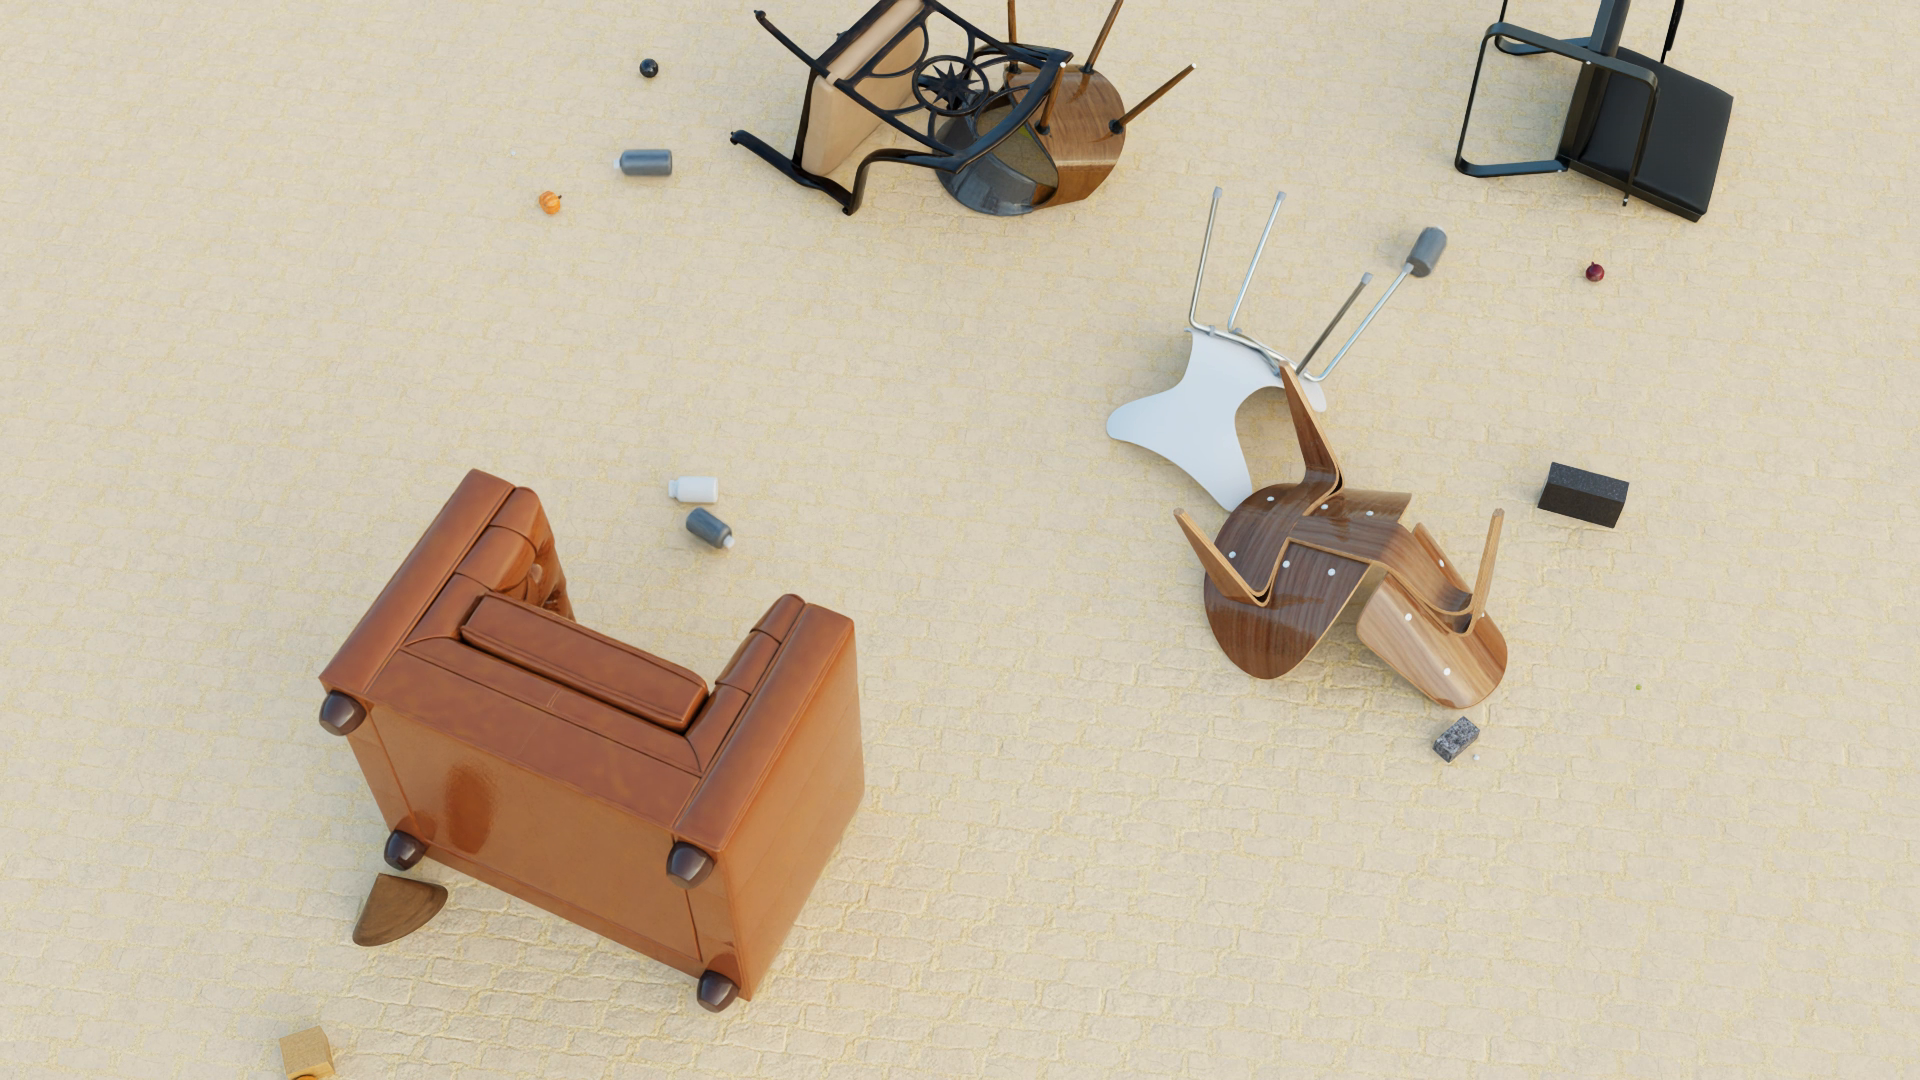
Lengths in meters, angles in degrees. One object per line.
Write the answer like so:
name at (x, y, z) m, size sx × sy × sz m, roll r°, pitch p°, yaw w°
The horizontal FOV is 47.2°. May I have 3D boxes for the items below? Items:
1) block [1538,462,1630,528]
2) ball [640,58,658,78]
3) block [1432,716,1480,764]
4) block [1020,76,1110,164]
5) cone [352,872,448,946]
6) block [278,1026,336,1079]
block at (1.865, -0.134, 6.582) m, size 0.232 × 0.135 × 0.080 m, roll 16°, pitch 58°, yaw 11°
ball at (-1.080, -1.638, 7.632) m, size 0.068 × 0.068 × 0.068 m, roll 0°, pitch 56°, yaw 0°
block at (1.392, 0.560, 6.167) m, size 0.118 × 0.051 × 0.062 m, roll -36°, pitch 63°, yaw -22°
block at (0.352, -1.420, 7.445) m, size 0.252 × 0.136 × 0.165 m, roll 32°, pitch 62°, yaw 19°
cone at (-1.501, 0.933, 5.789) m, size 0.275 × 0.265 × 0.125 m, roll -28°, pitch 61°, yaw -17°
block at (-1.673, 1.322, 5.635) m, size 0.105 × 0.085 × 0.103 m, roll -17°, pitch 58°, yaw -11°
